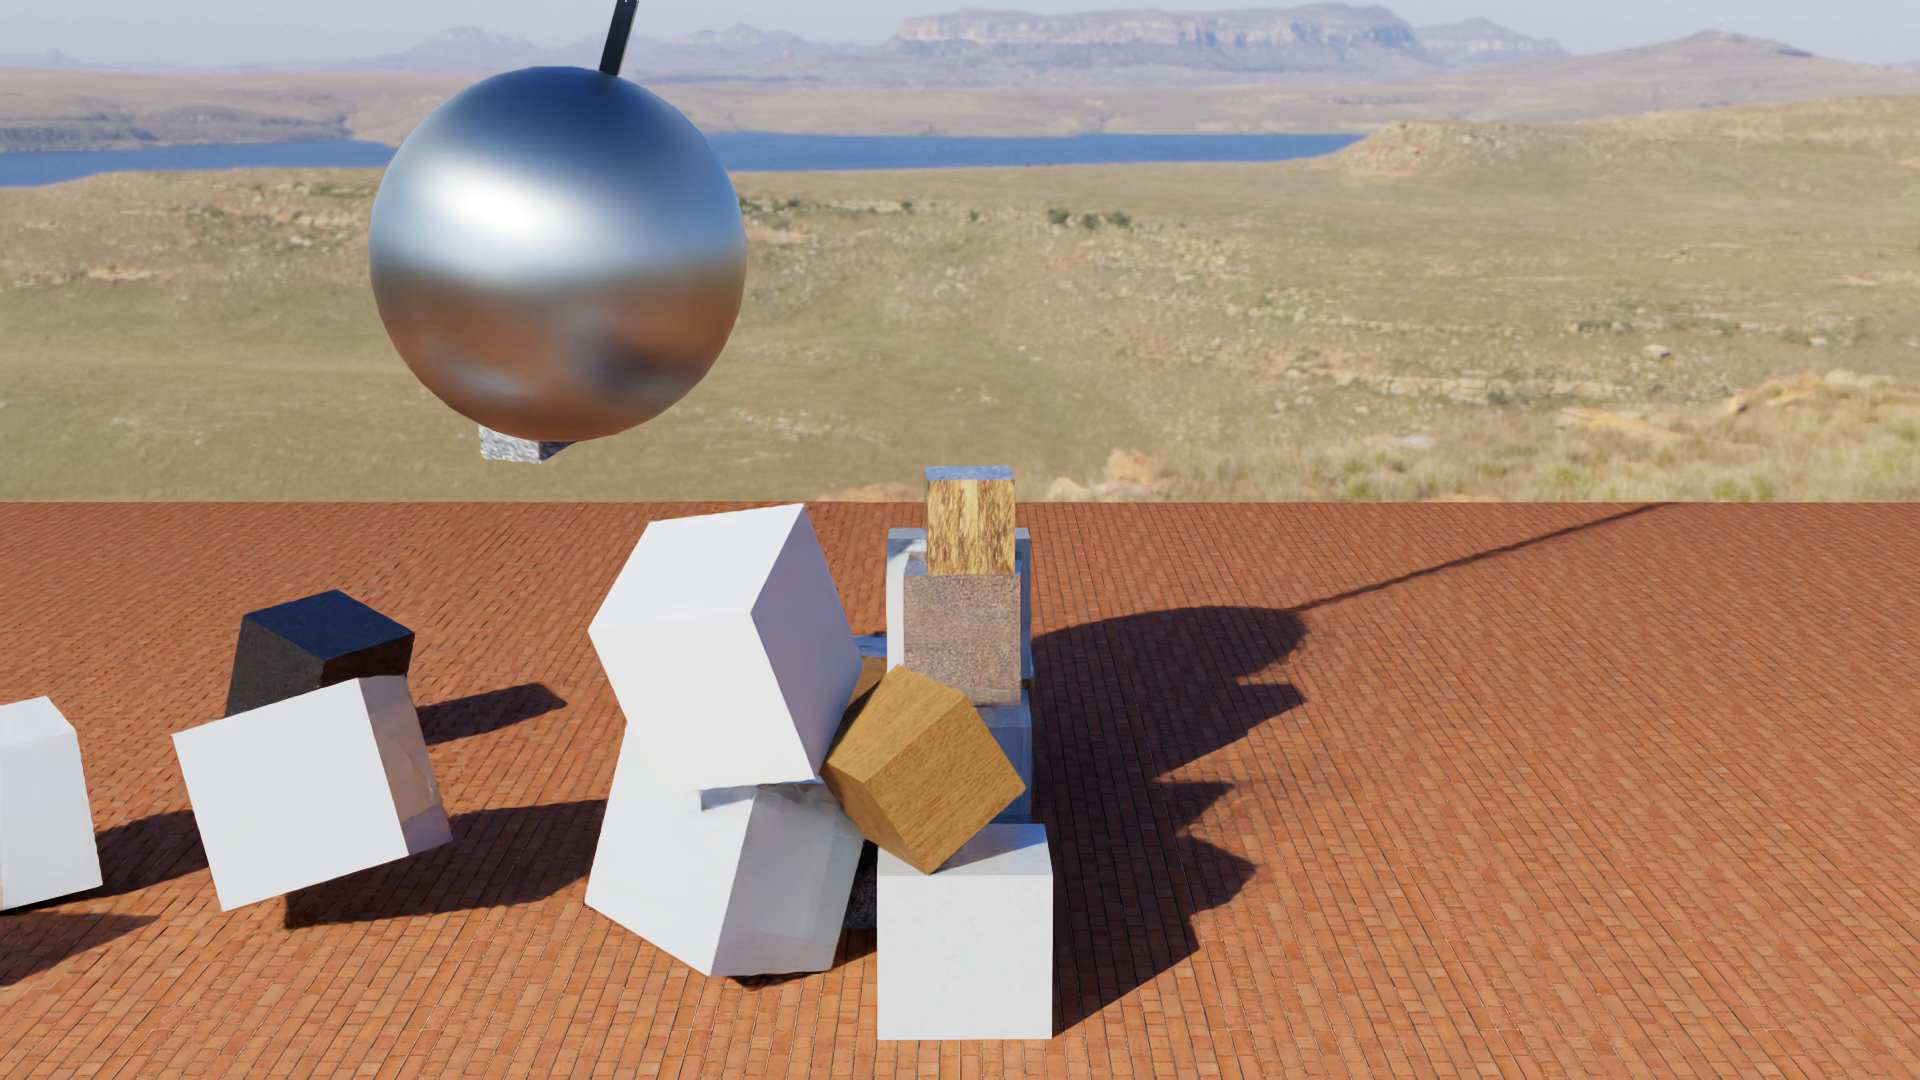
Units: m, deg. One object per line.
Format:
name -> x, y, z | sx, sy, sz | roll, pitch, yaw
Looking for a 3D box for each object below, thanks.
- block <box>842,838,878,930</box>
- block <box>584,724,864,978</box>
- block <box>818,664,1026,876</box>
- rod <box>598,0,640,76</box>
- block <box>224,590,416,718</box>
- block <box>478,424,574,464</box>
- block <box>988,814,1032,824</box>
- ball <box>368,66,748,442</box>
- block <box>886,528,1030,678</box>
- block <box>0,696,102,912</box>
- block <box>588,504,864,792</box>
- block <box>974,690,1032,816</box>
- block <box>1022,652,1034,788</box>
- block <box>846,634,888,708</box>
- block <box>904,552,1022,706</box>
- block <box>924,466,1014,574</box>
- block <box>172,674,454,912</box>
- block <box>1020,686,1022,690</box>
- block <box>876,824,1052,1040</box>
block -> -0.315, 1.218, 11.018 | 0.736, 0.662, 0.814 | 0, 10, -3
block -> -0.911, 1.204, 10.161 | 0.796, 0.774, 0.646 | 21, 9, 42
block -> -0.176, 0.848, 9.555 | 0.495, 0.460, 0.556 | -40, 25, -16
rod -> -0.741, -4.422, 10.376 | 0.080, 5.200, 0.080 | 16, 10, -3
block -> -3.319, 0.715, 13.305 | 0.571, 0.627, 0.669 | 25, 22, 24
block -> -2.209, -0.611, 13.103 | 0.339, 0.309, 0.386 | 5, 22, 21
block -> -0.014, 1.428, 10.334 | 0.634, 0.493, 0.570 | 0, 10, -2
ball -> -1.709, -1.215, 10.959 | 1.600, 1.600, 1.600 | 0, 10, 0
block -> -0.007, 0.304, 12.645 | 0.690, 0.678, 0.620 | 0, 5, 0
block -> -4.146, 1.151, 11.032 | 0.659, 0.702, 0.629 | -13, 17, -28
block -> -0.853, 0.404, 9.560 | 0.642, 0.757, 0.696 | -7, 32, 20
block -> -0.008, 1.086, 11.786 | 0.653, 0.647, 0.707 | 0, 10, 0
block -> 0.011, 0.894, 13.046 | 0.710, 0.573, 0.696 | 0, 10, 0
block -> -0.424, 0.813, 13.663 | 0.534, 0.512, 0.518 | 1, 10, 3
block -> 0.018, 0.411, 11.998 | 0.534, 0.607, 0.608 | 0, 10, 2
block -> 0.040, -0.095, 11.866 | 0.396, 0.434, 0.434 | -1, 10, -3
block -> -2.686, 1.041, 10.713 | 0.795, 0.747, 0.707 | -17, -3, 3
block -> 0.002, 0.992, 12.418 | 0.583, 0.604, 0.563 | 0, 10, 0
block -> 0.013, 1.472, 9.713 | 0.641, 0.628, 0.653 | 0, 10, -1
